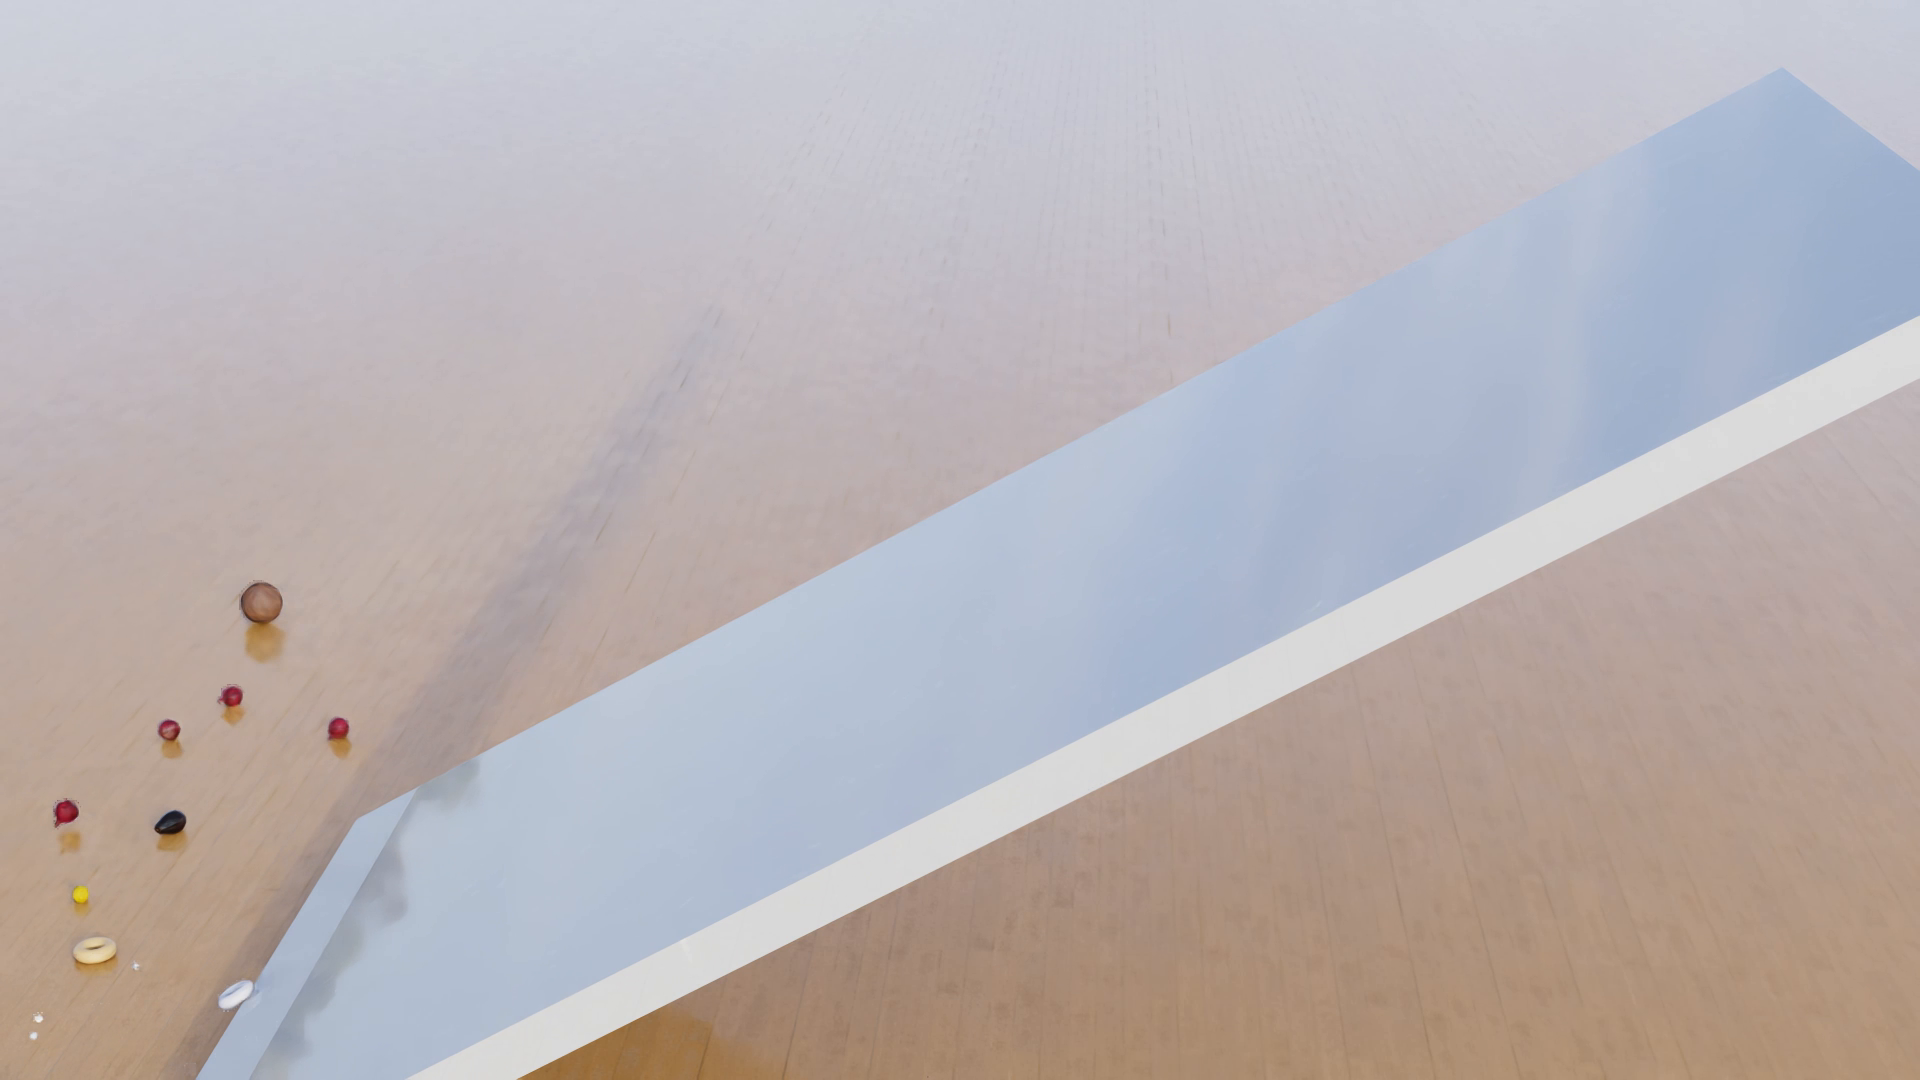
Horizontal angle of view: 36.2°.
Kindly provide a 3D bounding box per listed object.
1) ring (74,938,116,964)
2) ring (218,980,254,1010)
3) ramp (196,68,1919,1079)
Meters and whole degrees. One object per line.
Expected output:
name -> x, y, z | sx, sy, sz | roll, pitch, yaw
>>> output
ring -> -2.075, 0.984, 7.054 | 0.101, 0.034, 0.101 | -1, 19, 0
ring -> -1.643, 1.032, 6.676 | 0.089, 0.030, 0.089 | -28, 15, 8
ramp -> 0.142, 0.167, 6.283 | 4.000, 0.100, 2.000 | -28, 15, 12
